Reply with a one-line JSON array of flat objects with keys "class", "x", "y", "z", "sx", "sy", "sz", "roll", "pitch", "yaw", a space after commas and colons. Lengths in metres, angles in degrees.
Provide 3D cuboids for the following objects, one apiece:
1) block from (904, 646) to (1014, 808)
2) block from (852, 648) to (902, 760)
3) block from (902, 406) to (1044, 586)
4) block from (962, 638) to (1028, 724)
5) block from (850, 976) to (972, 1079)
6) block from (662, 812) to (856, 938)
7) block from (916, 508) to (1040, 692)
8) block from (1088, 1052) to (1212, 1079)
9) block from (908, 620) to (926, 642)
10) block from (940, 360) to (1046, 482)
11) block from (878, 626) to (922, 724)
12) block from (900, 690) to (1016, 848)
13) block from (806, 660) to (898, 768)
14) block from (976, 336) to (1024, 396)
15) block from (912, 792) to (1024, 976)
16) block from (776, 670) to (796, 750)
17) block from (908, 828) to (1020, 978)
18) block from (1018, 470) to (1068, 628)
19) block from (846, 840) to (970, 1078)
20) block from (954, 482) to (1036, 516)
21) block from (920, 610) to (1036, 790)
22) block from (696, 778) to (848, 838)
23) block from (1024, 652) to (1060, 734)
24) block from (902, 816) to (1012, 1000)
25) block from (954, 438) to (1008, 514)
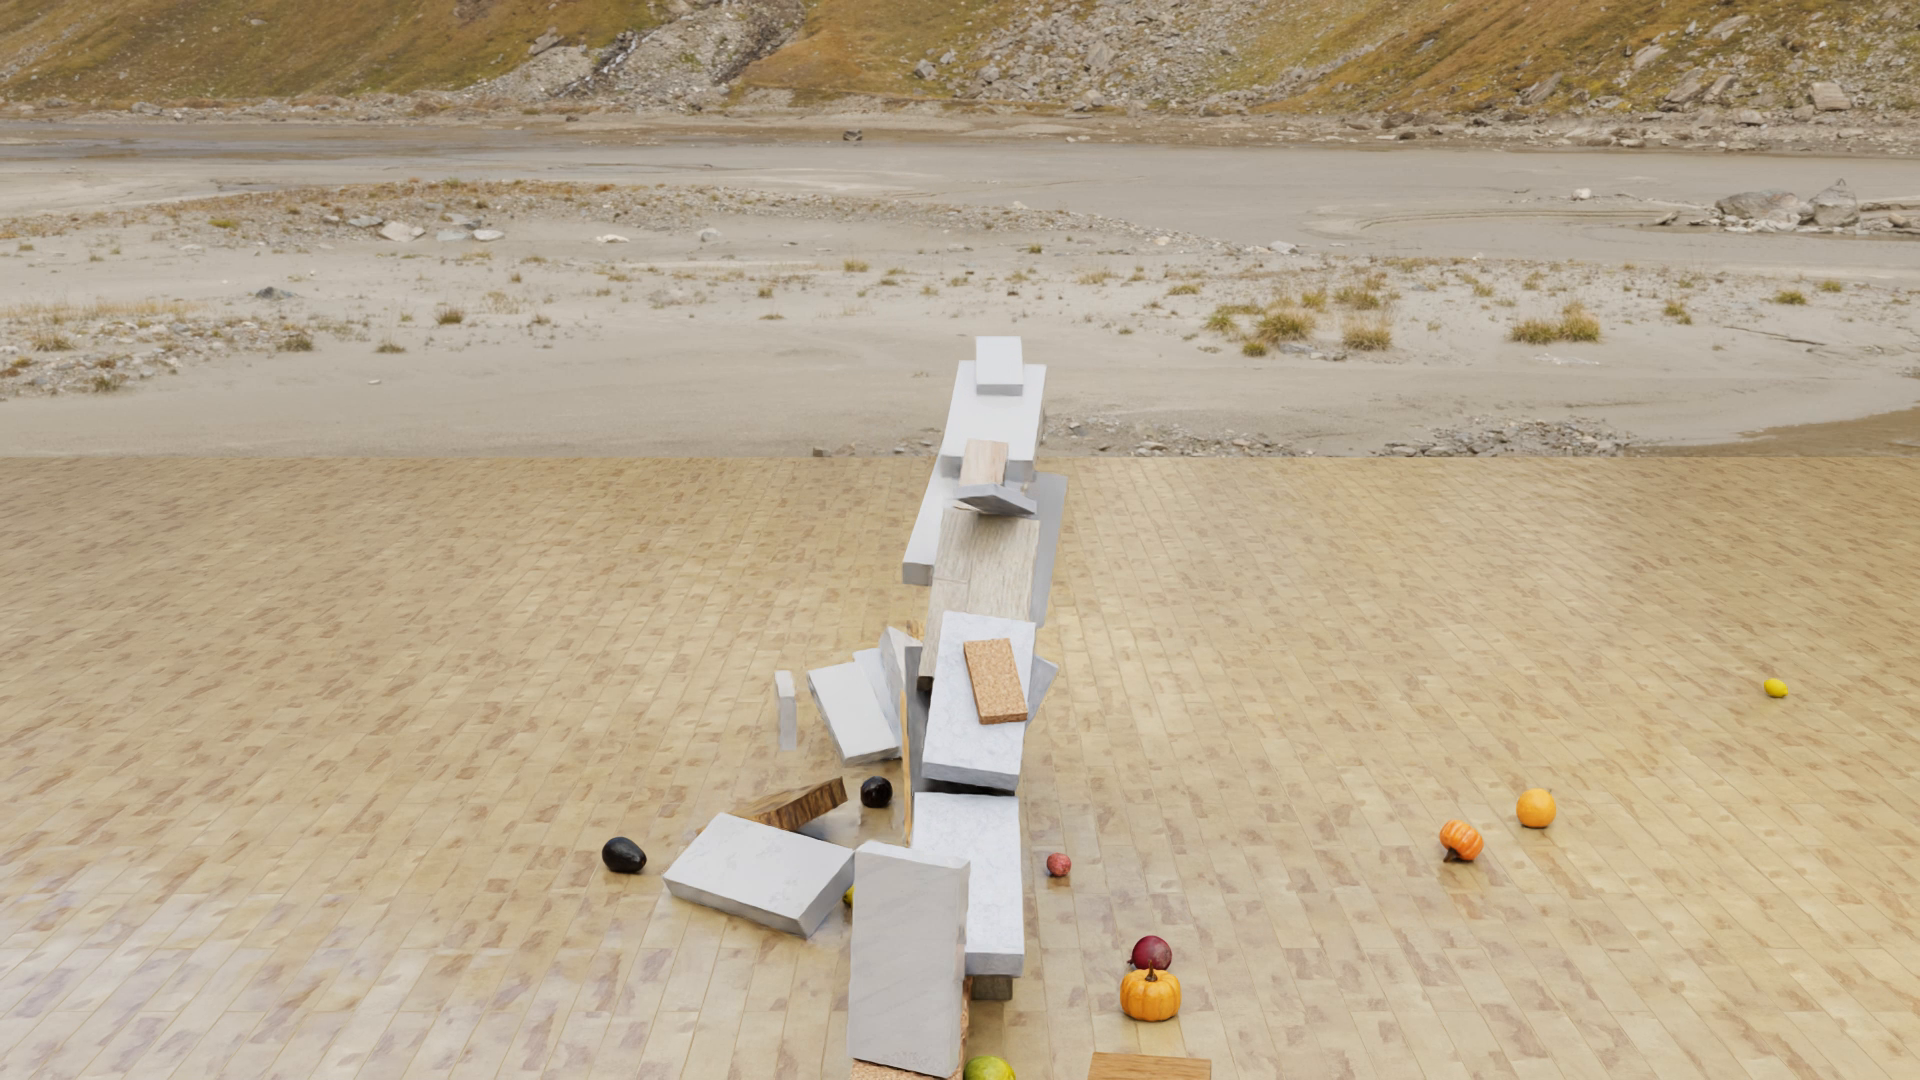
[{"class": "block", "x": -0.003, "y": 0.297, "z": 3.348, "sx": 0.152, "sy": 0.043, "sz": 0.304, "roll": -1, "pitch": 52, "yaw": -4}, {"class": "block", "x": -0.152, "y": 0.338, "z": 4.653, "sx": 0.094, "sy": 0.027, "sz": 0.465, "roll": -10, "pitch": 23, "yaw": -6}, {"class": "block", "x": 0.028, "y": -0.083, "z": 3.715, "sx": 0.155, "sy": 0.044, "sz": 0.502, "roll": 6, "pitch": 36, "yaw": 8}, {"class": "block", "x": 0.051, "y": 0.208, "z": 3.254, "sx": 0.070, "sy": 0.020, "sz": 0.140, "roll": -4, "pitch": 50, "yaw": -11}, {"class": "block", "x": -0.057, "y": 0.622, "z": 3.047, "sx": 0.141, "sy": 0.040, "sz": 0.630, "roll": 1, "pitch": 22, "yaw": 3}, {"class": "block", "x": -0.323, "y": 0.544, "z": 3.593, "sx": 0.313, "sy": 0.044, "sz": 0.157, "roll": 9, "pitch": 44, "yaw": 39}, {"class": "block", "x": 0.031, "y": 0.099, "z": 3.430, "sx": 0.155, "sy": 0.310, "sz": 0.044, "roll": 8, "pitch": -33, "yaw": 0}, {"class": "block", "x": 0.215, "y": 0.754, "z": 2.665, "sx": 0.157, "sy": 0.044, "sz": 0.531, "roll": 2, "pitch": 11, "yaw": 9}, {"class": "block", "x": -0.058, "y": 0.256, "z": 5.380, "sx": 0.113, "sy": 0.032, "sz": 0.425, "roll": -1, "pitch": 11, "yaw": -5}, {"class": "block", "x": 0.060, "y": -0.209, "z": 3.817, "sx": 0.155, "sy": 0.044, "sz": 0.310, "roll": 4, "pitch": 36, "yaw": 5}, {"class": "block", "x": -0.072, "y": 0.319, "z": 4.618, "sx": 0.145, "sy": 0.041, "sz": 0.493, "roll": 26, "pitch": 14, "yaw": -17}, {"class": "block", "x": -0.003, "y": 0.370, "z": 3.472, "sx": 0.171, "sy": 0.049, "sz": 0.343, "roll": -2, "pitch": 39, "yaw": -1}, {"class": "block", "x": -0.220, "y": 0.350, "z": 4.451, "sx": 0.113, "sy": 0.032, "sz": 0.226, "roll": -10, "pitch": 52, "yaw": -22}, {"class": "block", "x": 0.069, "y": -0.309, "z": 3.899, "sx": 0.081, "sy": 0.023, "sz": 0.163, "roll": 0, "pitch": 36, "yaw": -1}, {"class": "block", "x": 0.009, "y": 0.480, "z": 3.097, "sx": 0.152, "sy": 0.043, "sz": 0.304, "roll": 3, "pitch": 37, "yaw": -3}, {"class": "block", "x": -0.366, "y": 0.356, "z": 4.617, "sx": 0.032, "sy": 0.113, "sz": 0.226, "roll": -1, "pitch": 11, "yaw": -7}, {"class": "block", "x": 0.004, "y": 0.519, "z": 3.169, "sx": 0.152, "sy": 0.043, "sz": 0.304, "roll": 3, "pitch": 25, "yaw": -3}, {"class": "block", "x": 0.106, "y": 0.011, "z": 4.154, "sx": 0.145, "sy": 0.291, "sz": 0.041, "roll": 9, "pitch": -1, "yaw": -12}, {"class": "block", "x": -0.067, "y": 0.537, "z": 2.820, "sx": 0.141, "sy": 0.283, "sz": 0.040, "roll": 8, "pitch": 13, "yaw": 19}, {"class": "block", "x": 0.057, "y": -0.063, "z": 3.466, "sx": 0.070, "sy": 0.020, "sz": 0.139, "roll": -5, "pitch": -14, "yaw": 30}, {"class": "block", "x": 0.029, "y": 0.235, "z": 3.269, "sx": 0.141, "sy": 0.040, "sz": 0.283, "roll": 8, "pitch": 49, "yaw": 0}, {"class": "block", "x": -0.329, "y": 0.487, "z": 3.892, "sx": 0.157, "sy": 0.044, "sz": 0.313, "roll": -16, "pitch": -1, "yaw": 18}, {"class": "block", "x": 0.129, "y": 0.313, "z": 4.481, "sx": 0.081, "sy": 0.163, "sz": 0.023, "roll": 27, "pitch": 10, "yaw": 4}, {"class": "block", "x": -0.006, "y": 0.554, "z": 3.346, "sx": 0.171, "sy": 0.049, "sz": 0.343, "roll": 0, "pitch": 35, "yaw": 2}, {"class": "block", "x": 0.036, "y": -0.103, "z": 3.644, "sx": 0.070, "sy": 0.140, "sz": 0.020, "roll": 7, "pitch": -32, "yaw": 6}]
